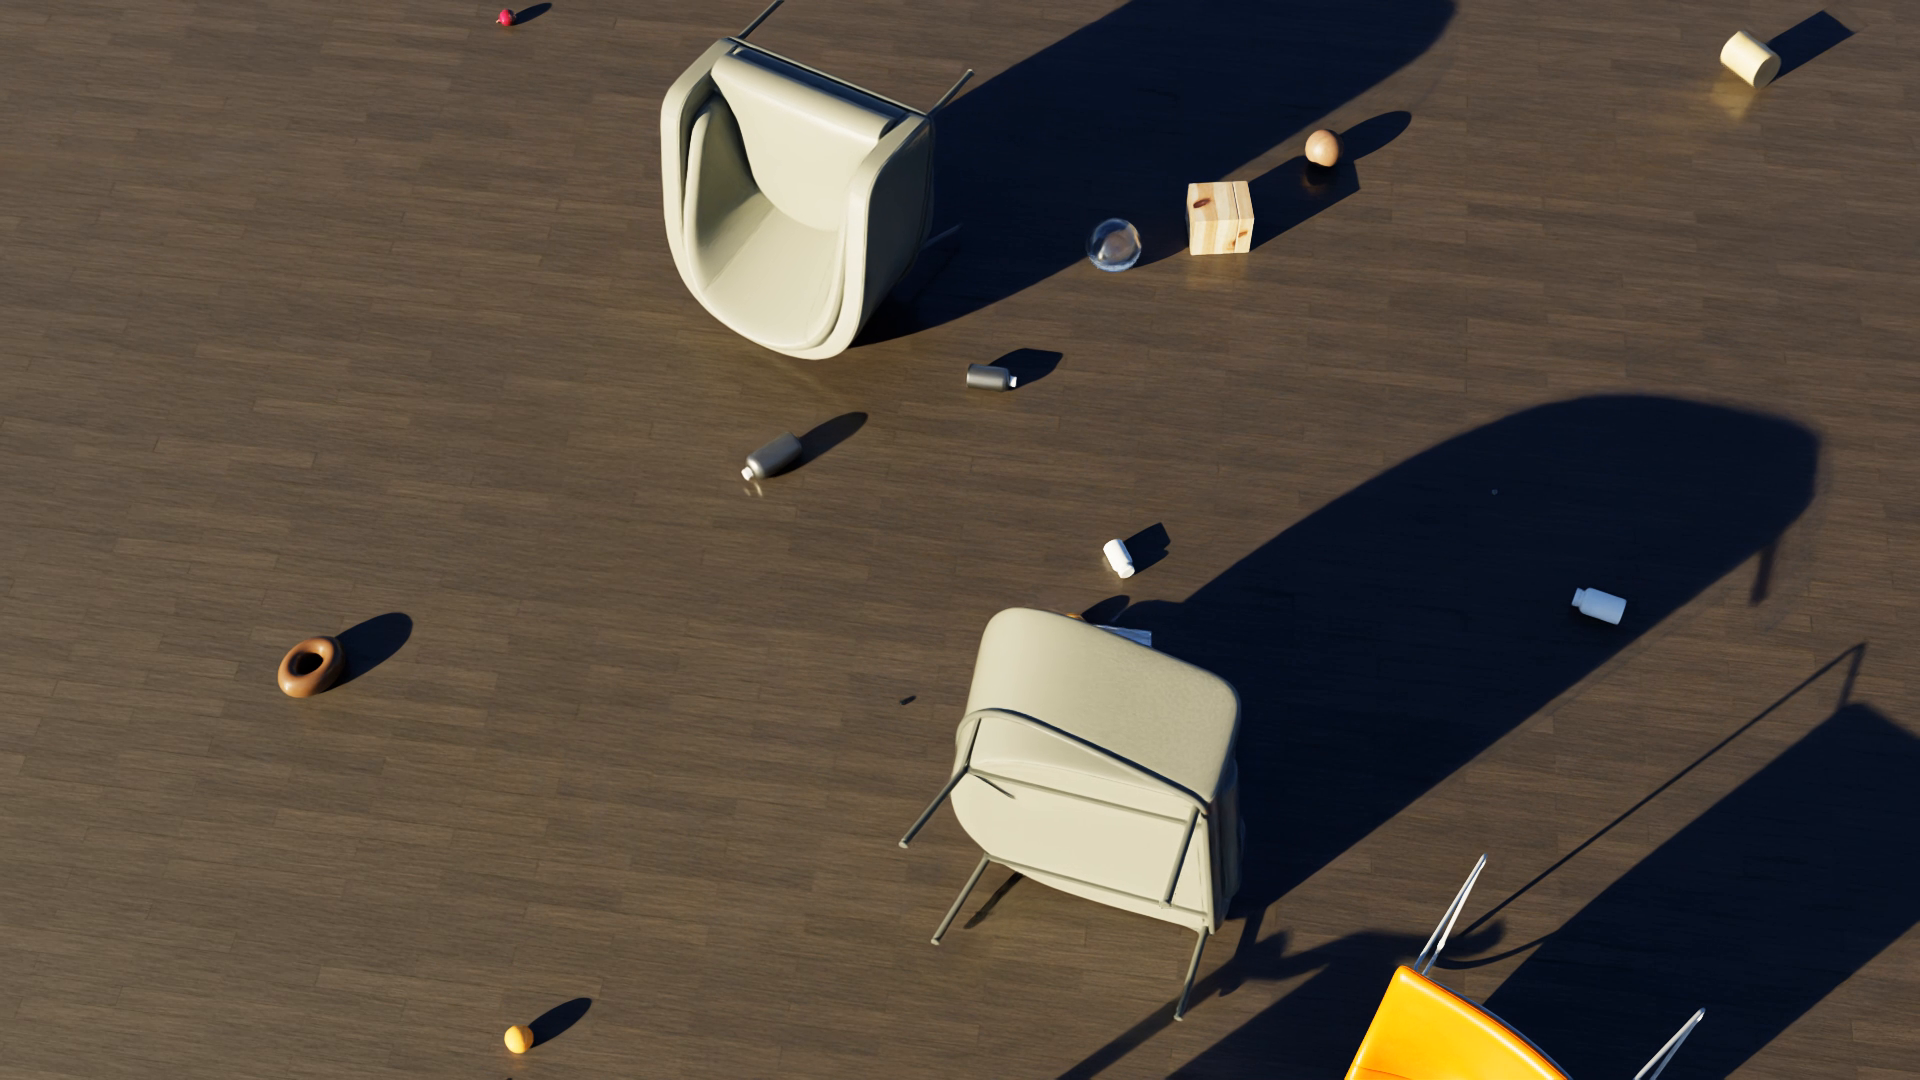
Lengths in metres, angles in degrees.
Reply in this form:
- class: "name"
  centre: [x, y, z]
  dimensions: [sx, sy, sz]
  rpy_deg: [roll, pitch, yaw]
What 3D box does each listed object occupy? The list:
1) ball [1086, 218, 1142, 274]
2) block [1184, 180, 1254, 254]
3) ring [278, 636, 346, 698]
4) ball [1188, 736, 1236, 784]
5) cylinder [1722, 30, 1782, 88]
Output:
- class: "ball"
  centre: [0.498, -0.952, 7.106]
  dimensions: [0.177, 0.177, 0.177]
  rpy_deg: [0, 56, 0]
- class: "block"
  centre: [0.846, -1.052, 7.182]
  dimensions: [0.190, 0.161, 0.165]
  rpy_deg: [-3, 56, -2]
- class: "ring"
  centre: [-1.851, 0.361, 6.283]
  dimensions: [0.157, 0.082, 0.213]
  rpy_deg: [35, 62, 20]
- class: "ball"
  centre: [0.696, 0.608, 6.085]
  dimensions: [0.134, 0.134, 0.134]
  rpy_deg: [0, 56, 0]
- class: "cylinder"
  centre: [2.730, -1.658, 7.588]
  dimensions: [0.128, 0.180, 0.148]
  rpy_deg: [-48, 62, 13]
